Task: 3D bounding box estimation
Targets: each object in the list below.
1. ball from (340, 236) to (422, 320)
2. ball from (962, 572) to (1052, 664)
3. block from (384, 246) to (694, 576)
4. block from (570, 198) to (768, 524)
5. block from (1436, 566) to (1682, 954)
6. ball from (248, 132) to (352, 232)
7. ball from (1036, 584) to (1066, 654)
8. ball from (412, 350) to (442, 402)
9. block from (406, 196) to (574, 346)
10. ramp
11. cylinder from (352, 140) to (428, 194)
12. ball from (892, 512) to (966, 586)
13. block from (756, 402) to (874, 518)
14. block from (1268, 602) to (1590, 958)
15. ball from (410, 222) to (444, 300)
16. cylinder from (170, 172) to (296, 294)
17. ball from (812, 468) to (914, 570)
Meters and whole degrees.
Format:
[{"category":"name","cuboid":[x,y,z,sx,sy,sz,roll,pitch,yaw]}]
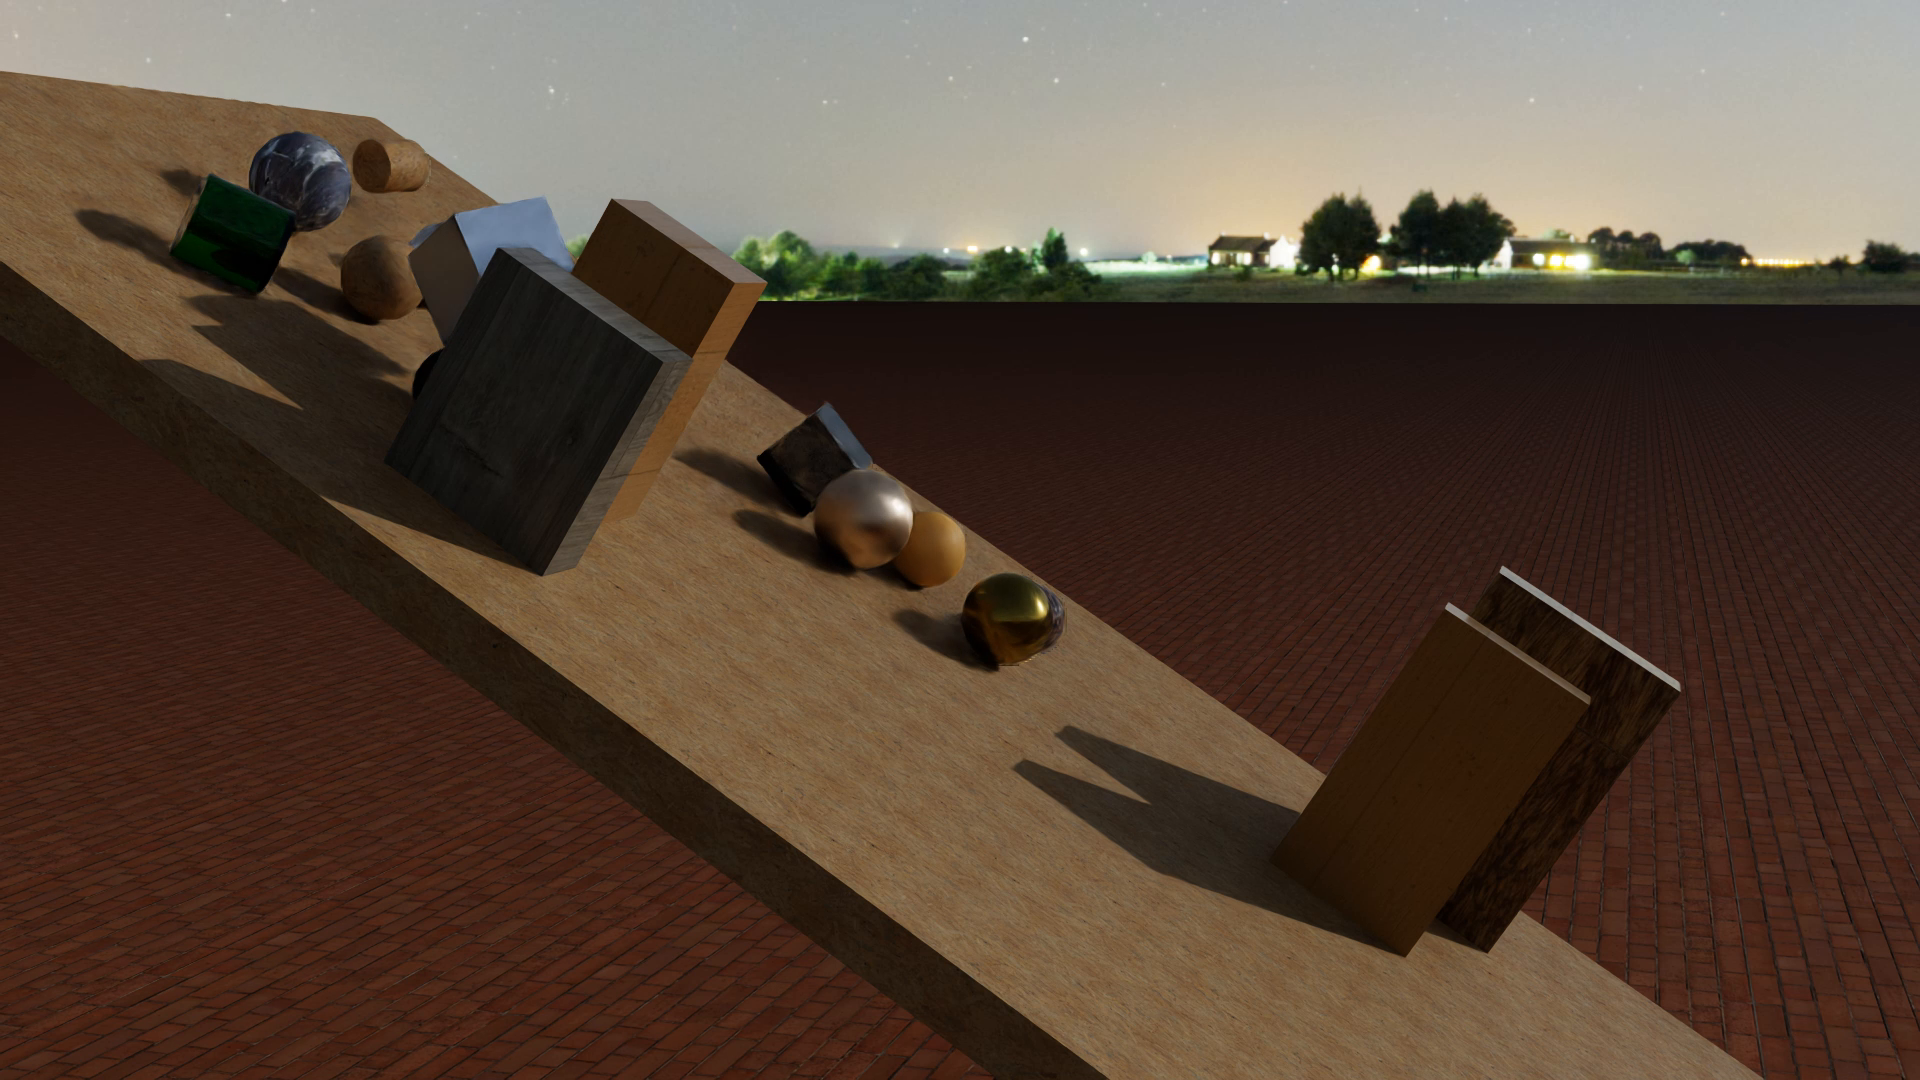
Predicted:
[{"category":"ball","cuboid":[-1.067,-0.485,4.074,0.157,0.157,0.157,0,7,0]},{"category":"ball","cuboid":[0.092,0.152,4.301,0.179,0.179,0.179,0,7,0]},{"category":"block","cuboid":[-0.671,-0.205,3.492,0.329,0.401,0.114,35,15,11]},{"category":"block","cuboid":[-0.585,-0.309,3.819,0.264,0.491,0.146,35,15,11]},{"category":"block","cuboid":[1.074,0.440,4.413,0.412,0.653,0.105,35,15,11]},{"category":"ball","cuboid":[-1.276,-0.692,4.254,0.191,0.191,0.191,0,7,0]},{"category":"ball","cuboid":[0.143,0.159,4.453,0.142,0.142,0.142,0,7,0]},{"category":"ball","cuboid":[-0.862,-0.257,3.771,0.148,0.148,0.148,0,7,0]},{"category":"block","cuboid":[-0.816,-0.465,3.873,0.191,0.191,0.191,-21,-3,-43]},{"category":"ramp","cuboid":[-0.142,0.237,4.107,4.000,0.100,2.000,35,15,11]},{"category":"cylinder","cuboid":[-1.206,-0.791,4.654,0.111,0.111,0.111,4,11,30]},{"category":"ball","cuboid":[-0.064,0.018,4.469,0.154,0.154,0.154,0,7,0]},{"category":"block","cuboid":[-0.296,-0.165,4.503,0.153,0.153,0.153,-36,6,13]},{"category":"block","cuboid":[0.872,0.449,4.106,0.308,0.590,0.083,35,15,11]},{"category":"ball","cuboid":[-1.014,-0.544,4.349,0.167,0.167,0.167,0,7,0]},{"category":"cylinder","cuboid":[-1.266,-0.534,3.830,0.158,0.158,0.158,25,-5,-26]},{"category":"ball","cuboid":[-0.191,-0.041,4.321,0.197,0.197,0.197,0,7,0]}]
